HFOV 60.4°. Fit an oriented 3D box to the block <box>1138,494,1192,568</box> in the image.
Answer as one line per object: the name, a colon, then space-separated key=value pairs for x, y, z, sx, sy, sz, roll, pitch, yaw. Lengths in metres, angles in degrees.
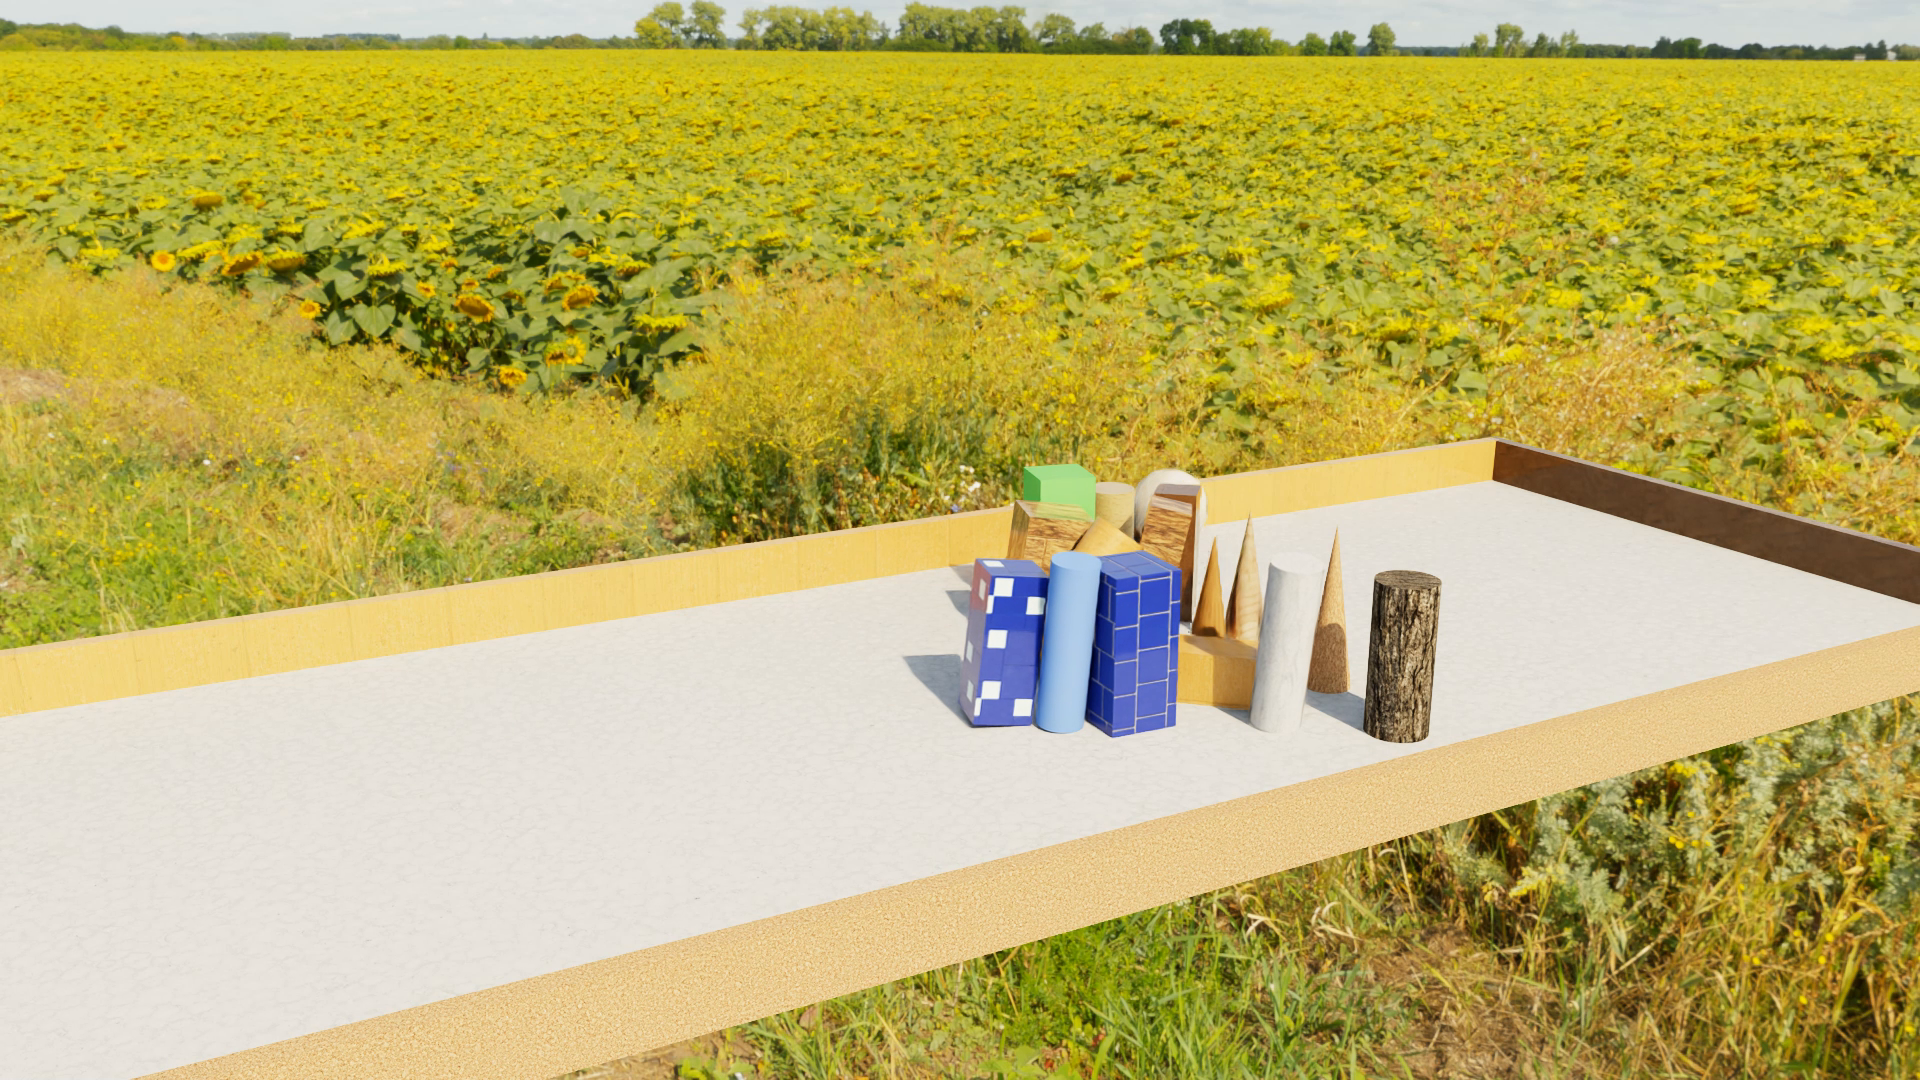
block: x=0.505 y=0.093 z=4.314 sx=0.110 sy=0.394 sz=0.110 roll=13 pitch=18 yaw=4

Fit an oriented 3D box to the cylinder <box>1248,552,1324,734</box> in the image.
cylinder: x=0.751 y=0.238 z=3.803 sx=0.122 sy=0.407 sz=0.122 roll=3 pitch=23 yaw=-1

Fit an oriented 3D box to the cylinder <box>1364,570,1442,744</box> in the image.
cylinder: x=1.015 y=0.267 z=3.791 sx=0.149 sy=0.369 sz=0.149 roll=0 pitch=16 yaw=0

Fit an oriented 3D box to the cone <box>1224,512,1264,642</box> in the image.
cone: x=0.752 y=0.103 z=4.323 sx=0.133 sy=0.383 sz=0.133 roll=0 pitch=16 yaw=0

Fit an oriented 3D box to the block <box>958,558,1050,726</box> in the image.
block: x=0.101 y=0.239 z=3.873 sx=0.142 sy=0.363 sz=0.142 roll=2 pitch=15 yaw=-16

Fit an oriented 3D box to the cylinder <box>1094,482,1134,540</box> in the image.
cylinder: x=0.437 y=-0.004 z=4.825 sx=0.141 sy=0.306 sz=0.141 roll=0 pitch=16 yaw=0

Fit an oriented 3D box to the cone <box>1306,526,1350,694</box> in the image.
cone: x=0.917 y=0.161 z=4.062 sx=0.116 sy=0.420 sz=0.116 roll=0 pitch=16 yaw=0

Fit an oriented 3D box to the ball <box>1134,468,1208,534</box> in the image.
ball: x=0.668 y=-0.104 z=5.267 sx=0.249 sy=0.249 sz=0.249 roll=0 pitch=16 yaw=0

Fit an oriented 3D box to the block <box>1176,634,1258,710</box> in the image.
block: x=0.571 y=0.317 z=4.044 sx=0.432 sy=0.130 sz=0.130 roll=5 pitch=17 yaw=15

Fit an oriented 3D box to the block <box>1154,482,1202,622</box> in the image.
block: x=0.600 y=0.034 z=4.595 sx=0.117 sy=0.363 sz=0.117 roll=4 pitch=17 yaw=14

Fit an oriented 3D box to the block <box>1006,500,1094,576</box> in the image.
block: x=0.228 y=0.089 z=4.396 sx=0.179 sy=0.347 sz=0.179 roll=5 pitch=15 yaw=-12

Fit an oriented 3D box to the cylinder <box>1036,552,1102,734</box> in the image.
cylinder: x=0.249 y=0.238 z=3.801 sx=0.114 sy=0.410 sz=0.114 roll=4 pitch=21 yaw=-1

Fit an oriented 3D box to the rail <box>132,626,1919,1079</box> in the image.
rail: x=-2.336 y=1.006 z=1.665 sx=12.000 sy=0.150 sz=0.050 roll=-9 pitch=18 yaw=-27

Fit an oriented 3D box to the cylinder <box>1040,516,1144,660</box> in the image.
cylinder: x=0.302 y=0.133 z=4.212 sx=0.144 sy=0.378 sz=0.144 roll=35 pitch=3 yaw=-2

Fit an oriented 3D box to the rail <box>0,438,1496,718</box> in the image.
rail: x=-3.305 y=0.497 z=3.399 sx=12.000 sy=0.150 sz=0.050 roll=-9 pitch=18 yaw=-27

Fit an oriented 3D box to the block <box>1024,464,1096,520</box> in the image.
block: x=0.274 y=0.007 z=4.608 sx=0.158 sy=0.407 sz=0.158 roll=-4 pitch=17 yaw=-14

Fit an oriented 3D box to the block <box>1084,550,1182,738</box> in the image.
block: x=0.392 y=0.241 z=3.852 sx=0.171 sy=0.385 sz=0.171 roll=-8 pitch=18 yaw=-24

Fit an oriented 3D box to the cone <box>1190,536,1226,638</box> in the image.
cone: x=0.625 y=0.161 z=4.117 sx=0.124 sy=0.378 sz=0.124 roll=0 pitch=22 yaw=0

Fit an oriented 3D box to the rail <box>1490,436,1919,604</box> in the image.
rail: x=2.466 y=-0.048 z=5.253 sx=0.050 sy=0.150 sz=2.100 roll=-9 pitch=18 yaw=-27
